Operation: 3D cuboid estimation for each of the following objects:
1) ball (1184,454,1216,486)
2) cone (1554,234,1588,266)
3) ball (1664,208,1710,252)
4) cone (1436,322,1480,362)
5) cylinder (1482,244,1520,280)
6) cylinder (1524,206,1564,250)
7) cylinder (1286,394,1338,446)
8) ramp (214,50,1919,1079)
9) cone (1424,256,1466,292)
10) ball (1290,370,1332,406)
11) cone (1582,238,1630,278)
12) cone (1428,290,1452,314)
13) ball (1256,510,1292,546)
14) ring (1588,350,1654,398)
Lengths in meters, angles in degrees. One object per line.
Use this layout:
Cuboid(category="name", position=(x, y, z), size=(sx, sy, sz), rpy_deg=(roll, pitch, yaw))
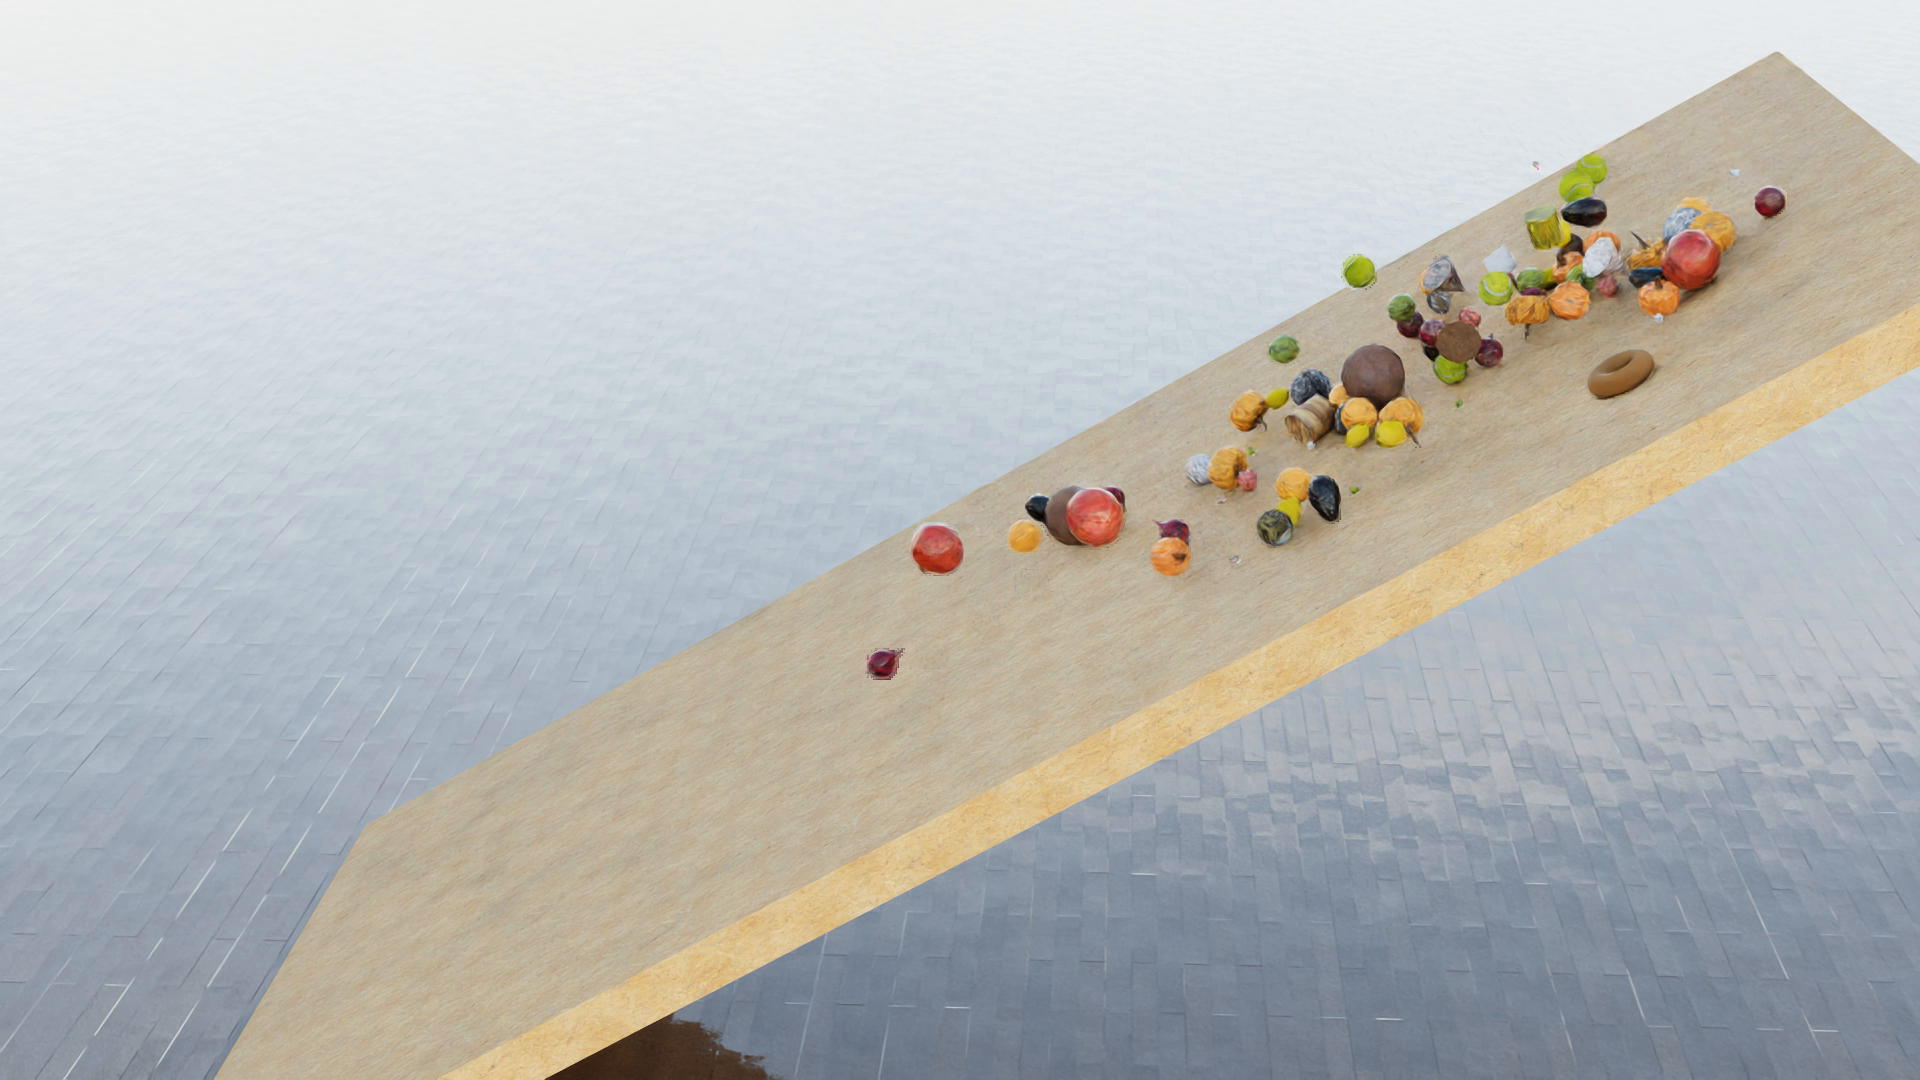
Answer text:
Cuboid(category="ball", position=(0.511, -0.150, 6.246), size=(0.066, 0.066, 0.066), rpy_deg=(0, 19, 0))
Cuboid(category="cone", position=(1.259, -0.590, 6.130), size=(0.072, 0.072, 0.072), rpy_deg=(-41, 38, -25))
Cuboid(category="ball", position=(1.440, -0.614, 5.832), size=(0.089, 0.089, 0.089), rpy_deg=(0, 19, 0))
Cuboid(category="cone", position=(0.990, -0.407, 5.843), size=(0.086, 0.086, 0.086), rpy_deg=(3, 24, 8))
Cuboid(category="cylinder", position=(1.111, -0.569, 6.045), size=(0.053, 0.053, 0.053), rpy_deg=(-39, 10, 17))
Cuboid(category="cylinder", position=(1.156, -0.618, 5.819), size=(0.064, 0.064, 0.064), rpy_deg=(-18, 28, 10))
Cuboid(category="cylinder", position=(0.730, -0.247, 6.096), size=(0.079, 0.079, 0.079), rpy_deg=(-37, 34, -20))
Cuboid(category="ramp", position=(0.142, 0.168, 6.286), size=(4.000, 0.100, 2.000), rpy_deg=(-29, 15, 12))
Cuboid(category="cone", position=(1.046, -0.548, 6.257), size=(0.085, 0.085, 0.085), rpy_deg=(30, 7, -25))
Cuboid(category="ball", position=(0.749, -0.319, 6.273), size=(0.088, 0.088, 0.088), rpy_deg=(0, 19, 0))
Cuboid(category="cone", position=(1.306, -0.547, 5.874), size=(0.088, 0.088, 0.088), rpy_deg=(24, 9, -25))
Cuboid(category="cone", position=(1.057, -0.526, 6.397), size=(0.057, 0.057, 0.057), rpy_deg=(17, 36, 41))
Cuboid(category="ball", position=(0.604, -0.024, 5.639), size=(0.068, 0.068, 0.068), rpy_deg=(0, 19, 0))
Cuboid(category="ring", position=(1.209, -0.305, 5.382), size=(0.128, 0.043, 0.128), rpy_deg=(-28, 16, 9))
